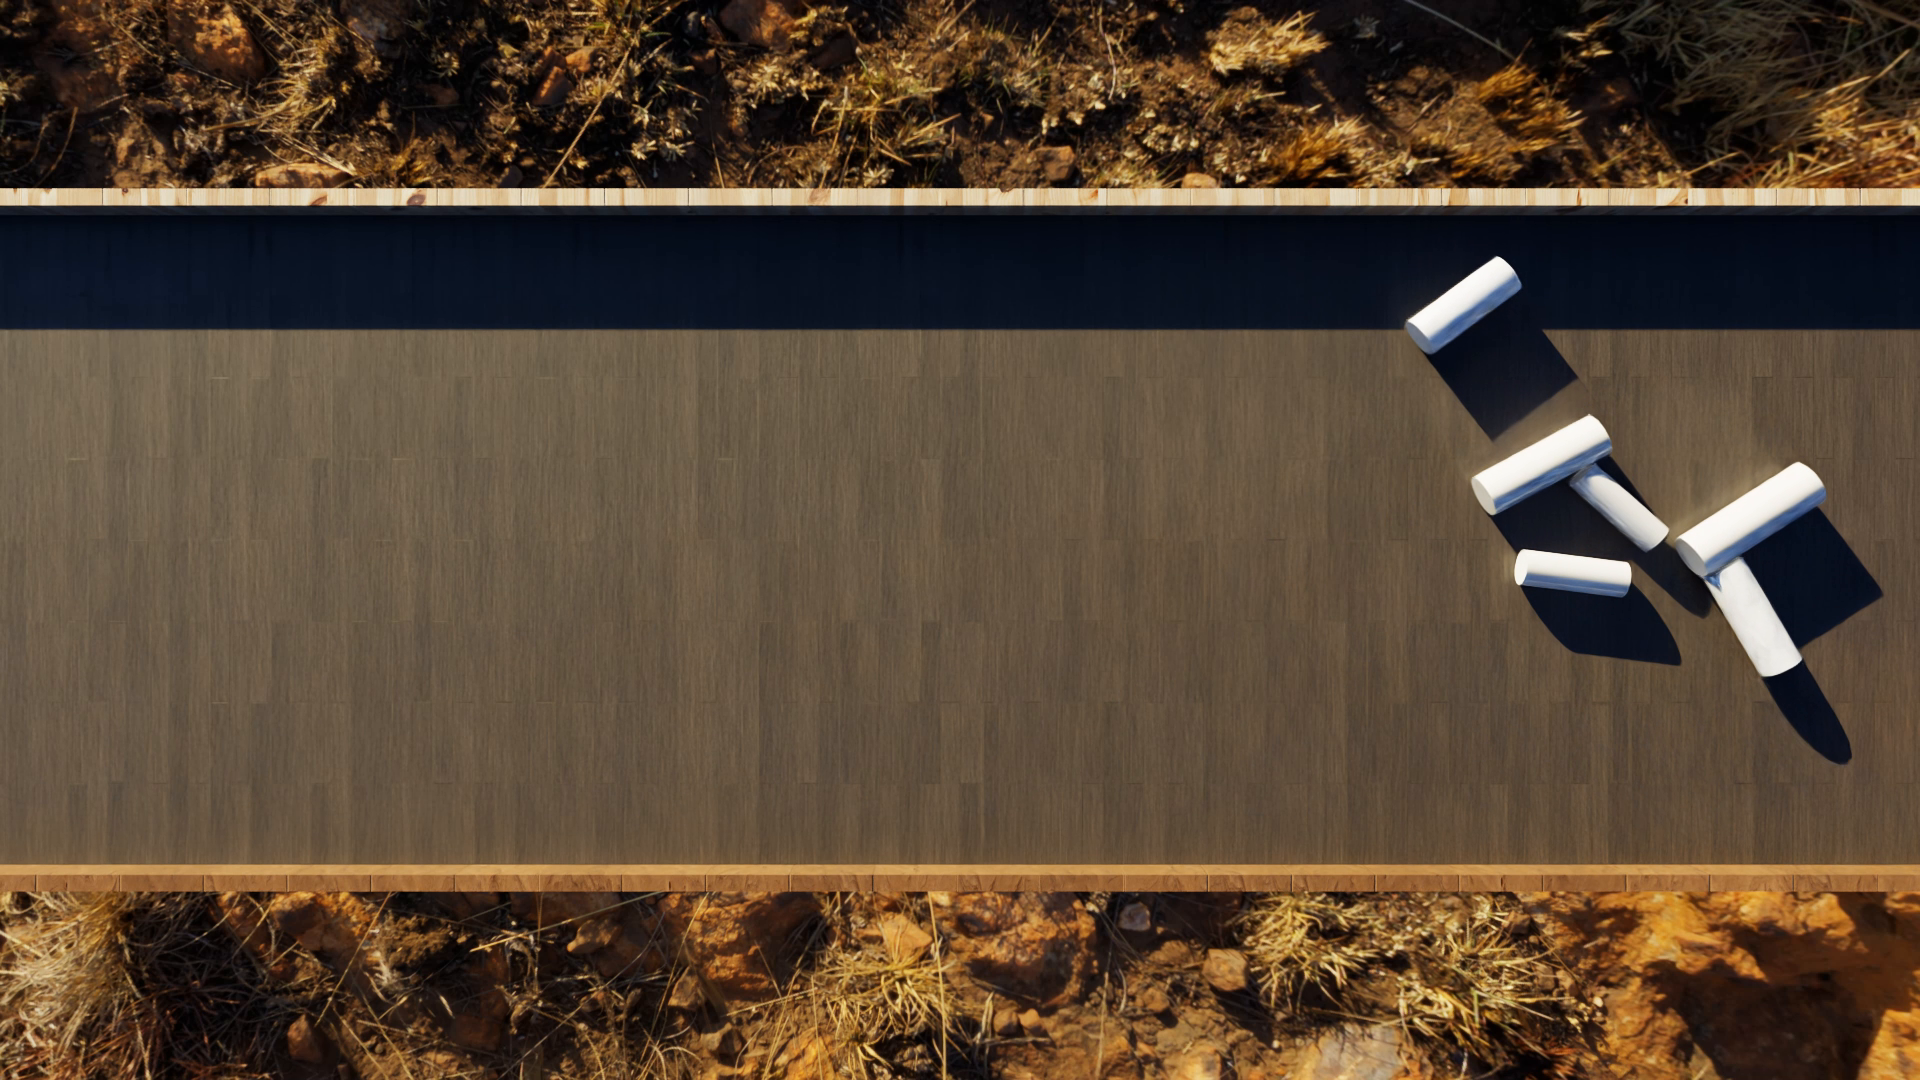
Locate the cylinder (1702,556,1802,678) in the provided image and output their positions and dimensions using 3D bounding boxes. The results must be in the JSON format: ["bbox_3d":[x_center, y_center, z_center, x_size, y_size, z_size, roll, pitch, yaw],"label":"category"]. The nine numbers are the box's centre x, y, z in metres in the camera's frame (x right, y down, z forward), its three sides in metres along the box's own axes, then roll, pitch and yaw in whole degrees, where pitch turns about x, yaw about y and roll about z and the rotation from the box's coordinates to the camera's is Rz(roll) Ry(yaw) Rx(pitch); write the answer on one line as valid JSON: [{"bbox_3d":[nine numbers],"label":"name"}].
[{"bbox_3d":[2.404,0.231,5.012,0.130,0.130,0.354,-31,90,0],"label":"cylinder"}]

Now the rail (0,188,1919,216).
[{"bbox_3d":[-2.247,-1.025,5.002,12.000,0.150,0.050,0,90,0],"label":"rail"}]

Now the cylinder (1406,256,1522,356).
[{"bbox_3d":[1.530,-0.711,5.013,0.330,0.128,0.128,-37,90,0],"label":"cylinder"}]

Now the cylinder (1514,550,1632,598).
[{"bbox_3d":[1.865,0.102,5.022,0.314,0.109,0.109,7,90,0],"label":"cylinder"}]

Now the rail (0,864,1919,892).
[{"bbox_3d":[-2.247,1.025,5.001,12.000,0.150,0.050,0,90,0],"label":"rail"}]

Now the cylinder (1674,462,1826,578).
[{"bbox_3d":[2.397,-0.061,5.005,0.425,0.143,0.143,-32,90,0],"label":"cylinder"}]

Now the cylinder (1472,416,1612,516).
[{"bbox_3d":[1.765,-0.226,5.010,0.397,0.133,0.133,-28,90,0],"label":"cylinder"}]

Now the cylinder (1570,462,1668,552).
[{"bbox_3d":[2.007,-0.101,5.026,0.302,0.100,0.100,42,90,0],"label":"cylinder"}]
